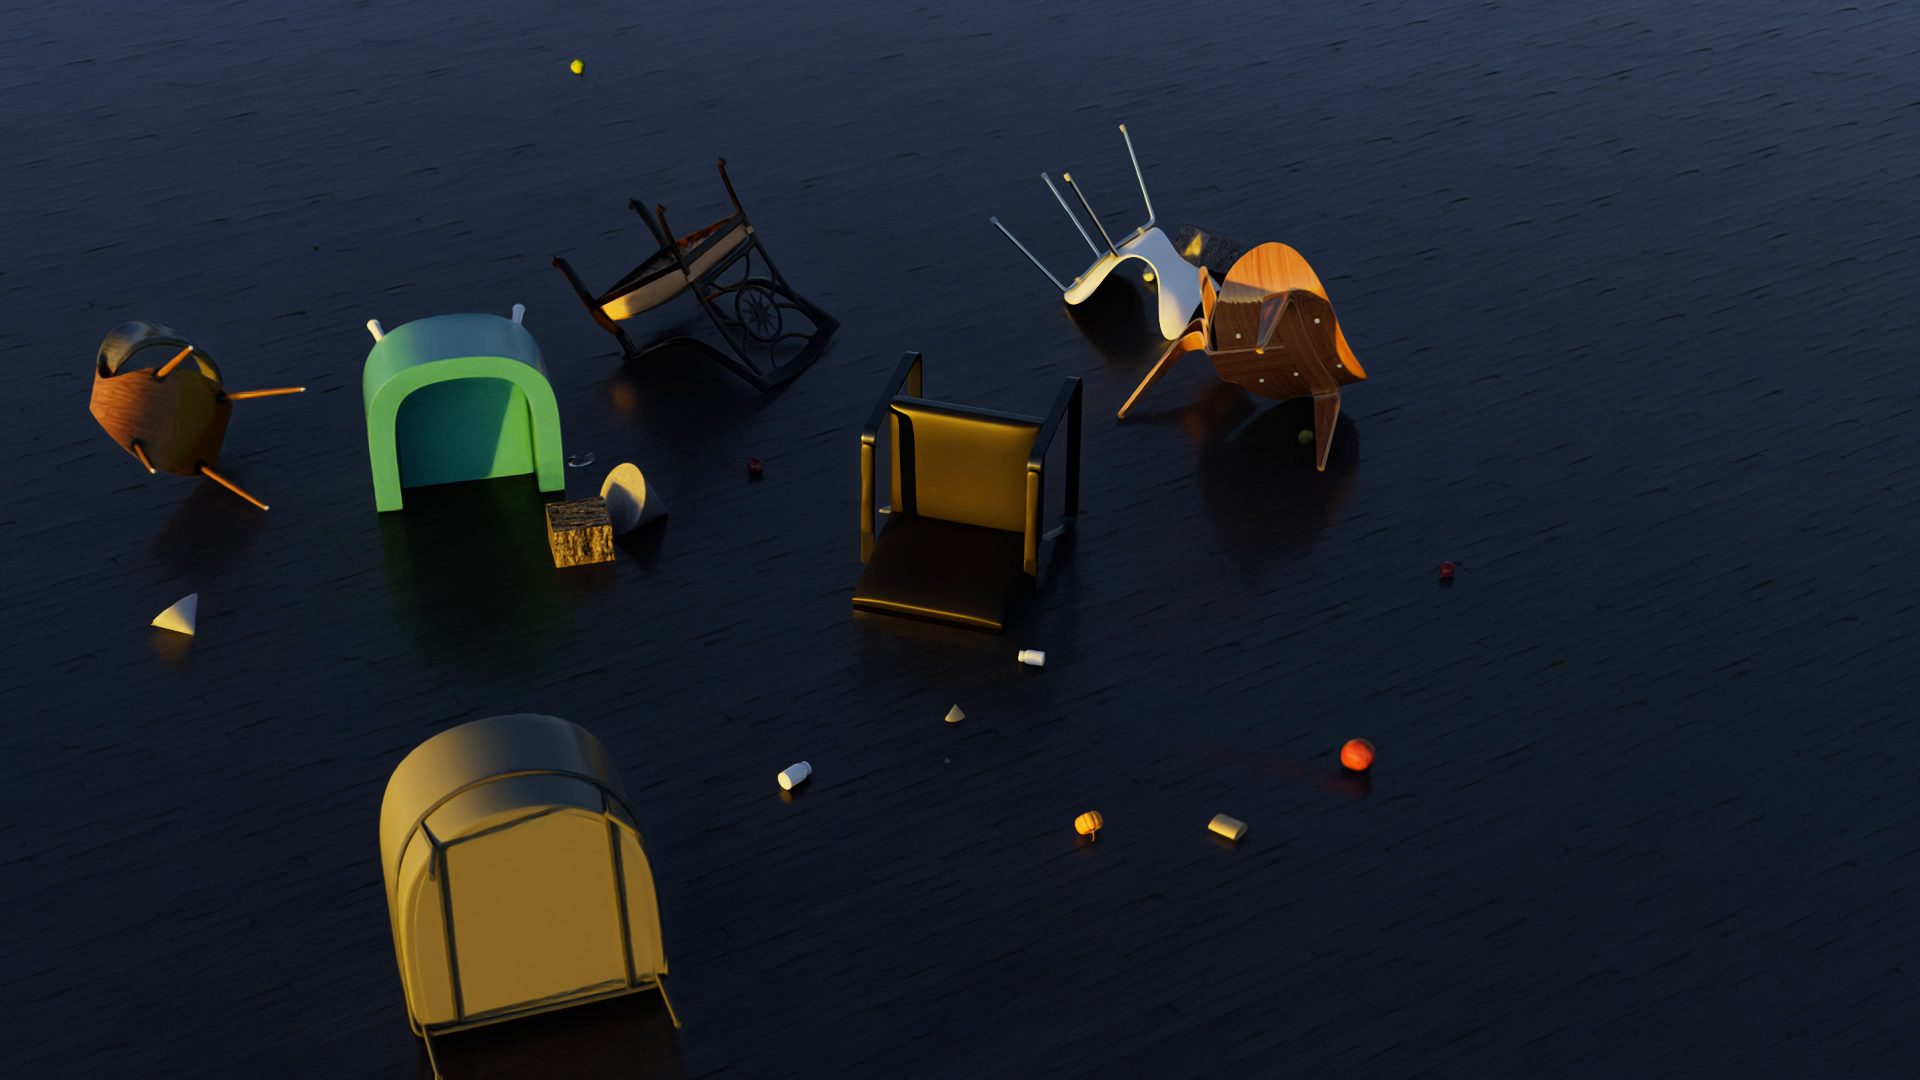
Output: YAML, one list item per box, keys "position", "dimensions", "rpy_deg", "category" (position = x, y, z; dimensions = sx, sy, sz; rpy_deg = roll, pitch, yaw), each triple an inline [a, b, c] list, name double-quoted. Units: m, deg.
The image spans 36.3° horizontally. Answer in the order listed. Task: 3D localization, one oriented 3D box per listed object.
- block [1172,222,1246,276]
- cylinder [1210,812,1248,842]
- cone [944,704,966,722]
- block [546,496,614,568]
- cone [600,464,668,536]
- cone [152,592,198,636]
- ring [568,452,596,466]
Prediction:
- position: [1.068, -1.252, 12.618]
  dimensions: [0.162, 0.146, 0.255]
  rpy_deg: [32, 17, 38]
  category: "block"
- position: [0.870, 0.929, 9.496]
  dimensions: [0.098, 0.042, 0.091]
  rpy_deg: [27, 33, 22]
  category: "cylinder"
- position: [-0.016, 0.583, 10.006]
  dimensions: [0.074, 0.060, 0.042]
  rpy_deg: [-10, 35, -15]
  category: "cone"
- position: [-1.406, -0.030, 10.849]
  dimensions: [0.216, 0.155, 0.204]
  rpy_deg: [-8, 34, -12]
  category: "block"
- position: [-1.183, -0.127, 11.032]
  dimensions: [0.219, 0.273, 0.314]
  rpy_deg: [17, 15, -39]
  category: "cone"
- position: [-2.760, 0.292, 10.431]
  dimensions: [0.193, 0.208, 0.117]
  rpy_deg: [-36, 89, -27]
  category: "cone"
- position: [-1.468, -0.313, 11.385]
  dimensions: [0.113, 0.039, 0.049]
  rpy_deg: [-15, 33, -20]
  category: "ring"
